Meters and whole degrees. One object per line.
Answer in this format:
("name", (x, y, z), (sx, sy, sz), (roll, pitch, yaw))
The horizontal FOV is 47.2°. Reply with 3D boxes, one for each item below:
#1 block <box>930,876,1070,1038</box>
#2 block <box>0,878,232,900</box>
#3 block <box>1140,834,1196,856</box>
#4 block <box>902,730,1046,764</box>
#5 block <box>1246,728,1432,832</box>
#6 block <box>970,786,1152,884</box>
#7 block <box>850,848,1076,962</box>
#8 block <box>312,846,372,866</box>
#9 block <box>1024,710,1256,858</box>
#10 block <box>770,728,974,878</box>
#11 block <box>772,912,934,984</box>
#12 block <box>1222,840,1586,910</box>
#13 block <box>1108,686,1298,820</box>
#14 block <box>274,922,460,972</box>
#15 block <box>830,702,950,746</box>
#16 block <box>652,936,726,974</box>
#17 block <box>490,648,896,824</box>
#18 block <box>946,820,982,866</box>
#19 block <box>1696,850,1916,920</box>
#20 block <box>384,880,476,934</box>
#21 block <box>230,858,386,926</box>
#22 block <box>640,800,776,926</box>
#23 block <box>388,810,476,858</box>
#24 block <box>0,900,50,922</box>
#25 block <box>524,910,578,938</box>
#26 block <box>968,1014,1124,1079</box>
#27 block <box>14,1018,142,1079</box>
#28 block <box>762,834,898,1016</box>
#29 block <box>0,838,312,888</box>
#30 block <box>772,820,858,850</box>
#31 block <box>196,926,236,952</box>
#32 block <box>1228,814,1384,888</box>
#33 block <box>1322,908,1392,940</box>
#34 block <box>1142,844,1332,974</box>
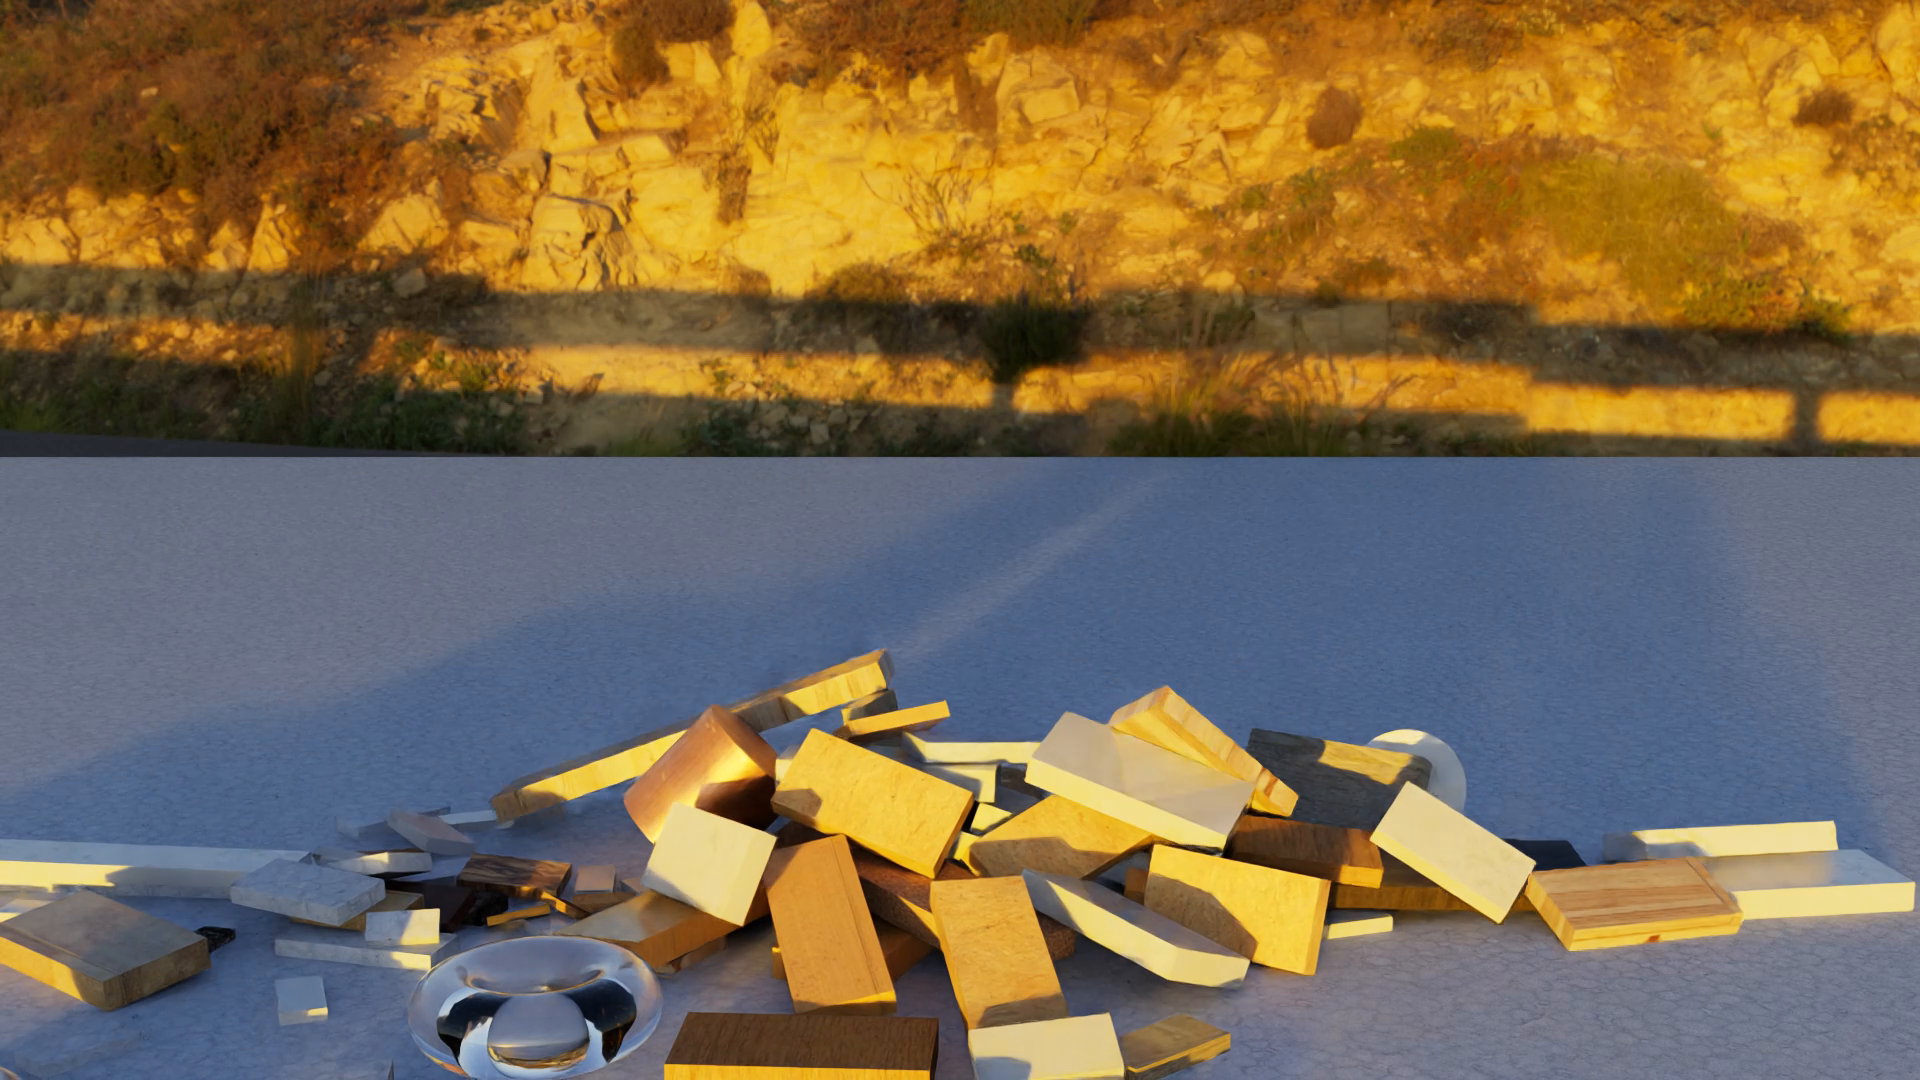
("block", (0.058, 0.612, 3.139), (0.140, 0.040, 0.376), (-2, 28, -11))
("block", (-1.537, 0.567, 3.721), (0.840, 0.026, 0.092), (1, 11, 6))
("block", (0.370, 0.501, 3.638), (0.160, 0.023, 0.080), (21, 44, -5))
("block", (0.035, 0.345, 3.671), (0.239, 0.034, 0.120), (2, 5, -21))
("block", (0.662, 0.450, 3.944), (0.340, 0.170, 0.048), (7, -17, 36))
("block", (0.193, 0.499, 3.668), (0.357, 0.051, 0.179), (19, 6, -2))
("block", (-0.024, 0.565, 3.411), (0.168, 0.048, 0.400), (-6, 18, -44))
("block", (-1.026, 0.552, 3.703), (0.125, 0.063, 0.018), (5, 41, 23))
("block", (0.292, 0.393, 3.554), (0.337, 0.048, 0.168), (21, 30, 15))
("block", (-0.139, 0.417, 3.500), (0.287, 0.041, 0.144), (20, 60, 16))
("block", (-0.133, 0.611, 3.422), (0.174, 0.049, 0.348), (4, 11, 22))
("block", (0.721, 0.542, 3.583), (0.634, 0.042, 0.149), (3, 24, -11))
("block", (0.399, 0.368, 3.635), (0.149, 0.298, 0.042), (-34, 20, 53))
("block", (-0.917, 0.626, 3.402), (0.267, 0.026, 0.093), (3, 11, 15))
("block", (-0.119, 0.311, 3.684), (0.184, 0.026, 0.092), (-9, -16, -29))
("block", (-0.424, 0.632, 3.364), (0.066, 0.019, 0.131), (-2, 8, 32))
("block", (-0.479, 0.353, 3.984), (0.742, 0.048, 0.171), (-20, 4, 5))
("block", (0.009, 0.498, 3.629), (0.357, 0.051, 0.179), (19, 0, 3))
("block", (1.375, 0.570, 3.644), (0.340, 0.048, 0.170), (-2, 11, -8))
("block", (-0.881, 0.588, 3.521), (0.185, 0.026, 0.093), (2, 29, 16))
("block", (-1.030, 0.555, 3.472), (0.219, 0.031, 0.109), (6, 18, 25))
("block", (-0.390, 0.495, 3.386), (0.040, 0.141, 0.282), (27, -12, -31))
("block", (-0.937, 0.521, 3.896), (0.092, 0.026, 0.185), (15, 0, -36))
("block", (-1.485, 0.602, 3.553), (0.125, 0.018, 0.063), (2, 11, 8))
("block", (-0.630, 0.618, 3.467), (0.066, 0.019, 0.131), (-7, 13, -34))
("block", (0.114, 0.687, 2.934), (0.194, 0.026, 0.092), (-5, 39, -8))
("block", (-1.212, 0.699, 3.025), (0.073, 0.021, 0.147), (8, 13, 38))
("block", (-0.203, 0.580, 3.275), (0.141, 0.040, 0.415), (-12, 27, -8))
("block", (-1.410, 0.543, 3.693), (0.625, 0.031, 0.109), (1, 11, 7))
("block", (-0.245, 0.541, 3.802), (0.171, 0.048, 0.341), (4, 11, 19))
("block", (-1.184, 0.629, 3.419), (0.055, 0.016, 0.110), (3, 11, 18))
("block", (0.552, 0.498, 3.537), (0.239, 0.034, 0.120), (7, 23, 0))
("block", (0.596, 0.608, 3.509), (0.165, 0.023, 0.082), (-4, 11, -19))
("block", (0.420, 0.567, 3.387), (0.287, 0.144, 0.041), (7, -7, 34))
